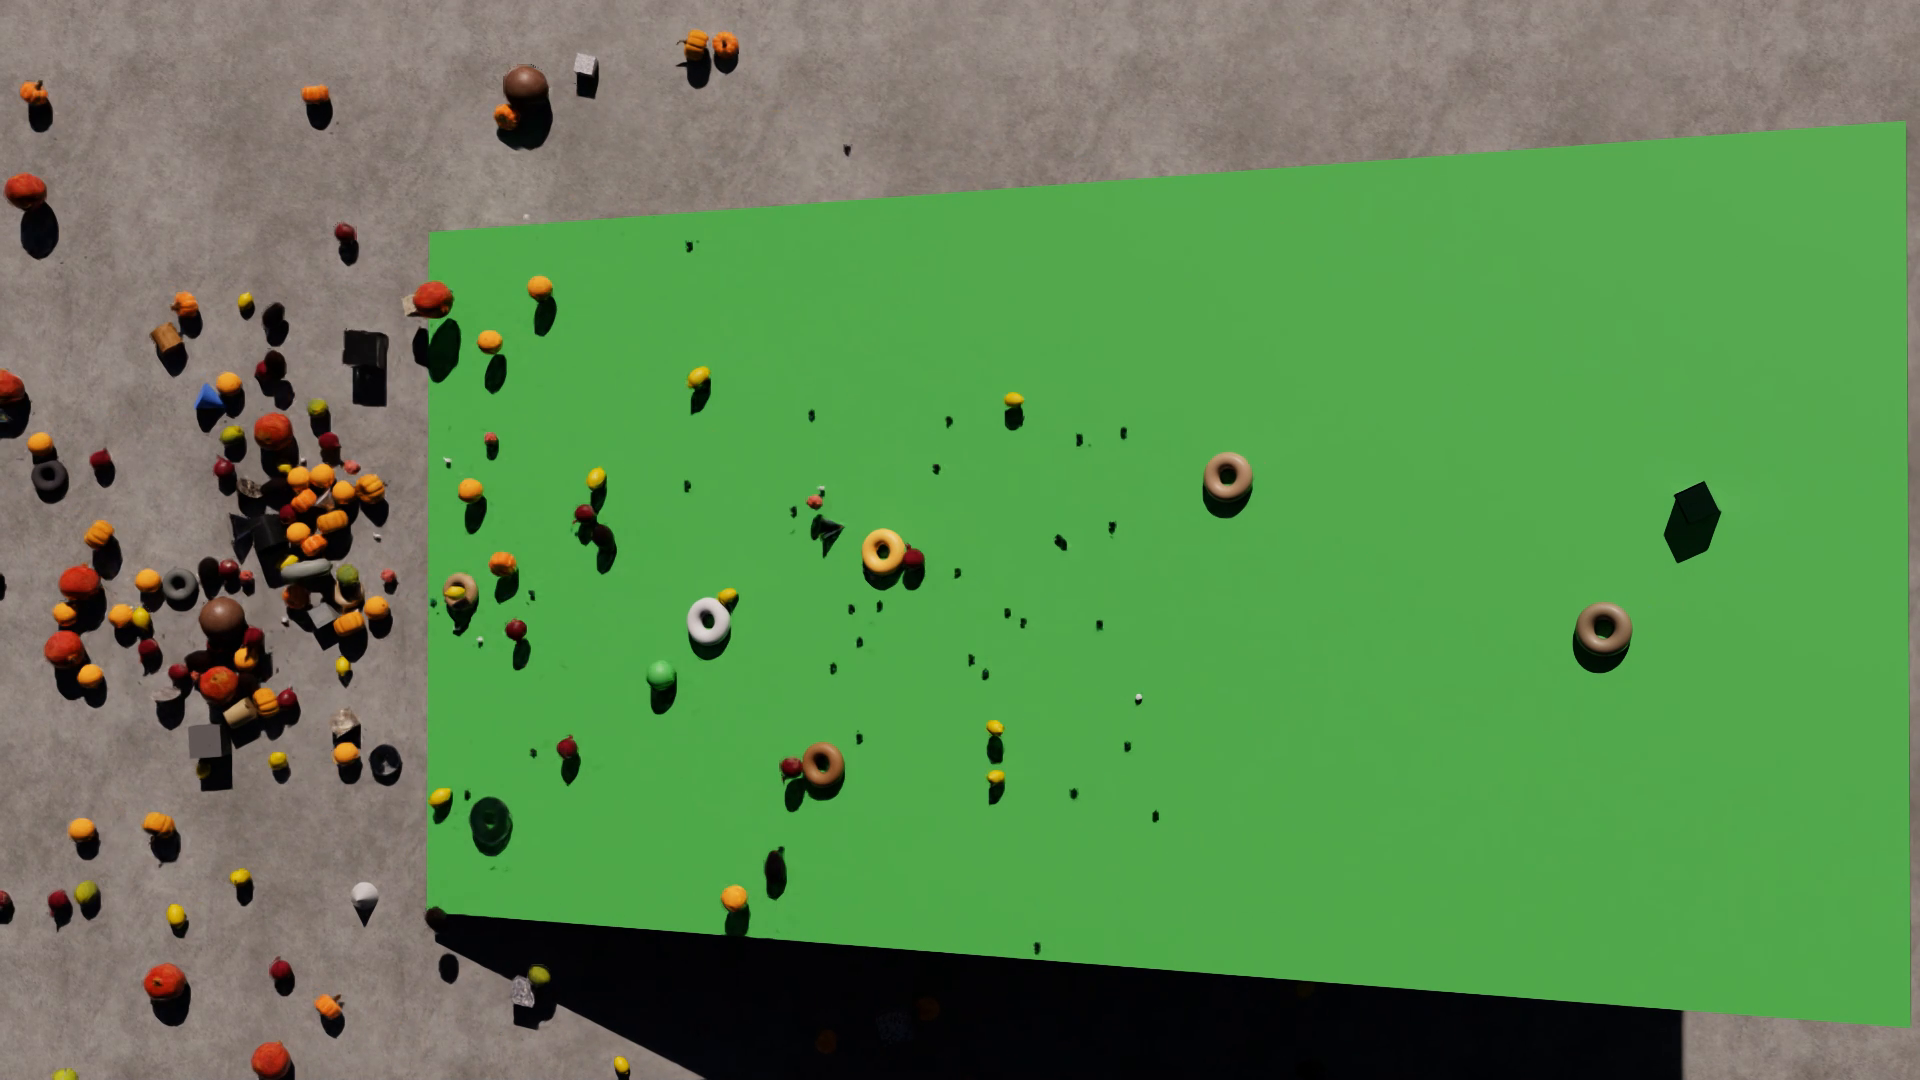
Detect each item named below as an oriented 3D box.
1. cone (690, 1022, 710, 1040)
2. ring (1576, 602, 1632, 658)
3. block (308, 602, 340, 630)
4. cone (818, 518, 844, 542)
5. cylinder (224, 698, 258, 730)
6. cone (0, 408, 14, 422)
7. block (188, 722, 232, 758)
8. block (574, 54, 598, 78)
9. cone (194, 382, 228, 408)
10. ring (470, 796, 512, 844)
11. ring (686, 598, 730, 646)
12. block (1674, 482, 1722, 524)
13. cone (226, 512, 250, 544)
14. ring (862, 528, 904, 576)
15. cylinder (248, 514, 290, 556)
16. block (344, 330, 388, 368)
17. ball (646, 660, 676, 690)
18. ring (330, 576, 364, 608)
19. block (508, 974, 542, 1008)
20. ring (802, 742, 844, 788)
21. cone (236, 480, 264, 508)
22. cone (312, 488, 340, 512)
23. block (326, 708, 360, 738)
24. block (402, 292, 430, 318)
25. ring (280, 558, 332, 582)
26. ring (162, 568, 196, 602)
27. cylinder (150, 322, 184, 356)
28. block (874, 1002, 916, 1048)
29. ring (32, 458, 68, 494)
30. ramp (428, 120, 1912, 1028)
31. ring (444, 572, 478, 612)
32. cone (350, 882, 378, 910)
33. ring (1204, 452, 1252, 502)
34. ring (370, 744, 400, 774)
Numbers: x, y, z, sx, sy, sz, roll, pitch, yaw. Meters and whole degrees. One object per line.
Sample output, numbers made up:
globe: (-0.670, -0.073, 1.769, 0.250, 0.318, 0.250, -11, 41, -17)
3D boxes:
cone: (-0.763, 1.448, 6.534, 0.055, 0.055, 0.055, -21, 89, -33)
ring: (1.490, 0.207, 5.090, 0.130, 0.043, 0.130, -1, 88, 25)
block: (-1.889, 0.223, 6.531, 0.060, 0.060, 0.060, -30, 89, 0)
cone: (-0.341, -0.033, 5.913, 0.066, 0.066, 0.066, -9, 89, -12)
cylinder: (-2.133, 0.514, 6.521, 0.072, 0.072, 0.072, -25, 89, 0)
cone: (-2.853, -0.366, 6.551, 0.072, 0.072, 0.072, 18, 89, -27)
block: (-2.220, 0.594, 6.510, 0.094, 0.094, 0.094, -4, 89, 0)
block: (-1.114, -1.413, 6.553, 0.055, 0.055, 0.055, 13, 89, 0)
cone: (-2.220, -0.412, 6.549, 0.088, 0.088, 0.088, 26, 89, -27)
ring: (-1.356, 0.808, 6.345, 0.137, 0.046, 0.137, -1, 88, 25)
ring: (-0.693, 0.225, 6.058, 0.134, 0.045, 0.134, -1, 89, 25)
block: (1.675, -0.084, 4.994, 0.073, 0.073, 0.073, -27, 79, 21)
cone: (-2.123, -0.042, 6.543, 0.094, 0.094, 0.094, -10, 89, -27)
ring: (-0.204, 0.033, 5.845, 0.126, 0.042, 0.126, -1, 88, 25)
cylinder: (-2.046, -0.016, 6.509, 0.094, 0.094, 0.094, -23, 79, 0)
block: (-1.762, -0.564, 6.519, 0.099, 0.099, 0.099, 2, 89, 2)
ball: (-0.829, 0.375, 6.096, 0.082, 0.082, 0.082, 0, 89, 0)
ring: (-1.824, 0.155, 6.546, 0.098, 0.033, 0.098, 0, 88, 0)
block: (-1.285, 1.334, 6.511, 0.073, 0.073, 0.073, 14, 89, 0)
ring: (-0.368, 0.605, 5.910, 0.127, 0.042, 0.127, 0, 89, 25)
cone: (-2.130, -0.122, 6.546, 0.084, 0.084, 0.084, 35, 116, 0)
cone: (-1.874, -0.105, 6.548, 0.074, 0.074, 0.074, -45, 116, 0)
block: (-1.829, 0.541, 6.526, 0.063, 0.063, 0.063, -34, 89, 0)
block: (-1.600, -0.691, 6.470, 0.052, 0.052, 0.052, -21, 79, 28)
ring: (-1.928, 0.089, 6.484, 0.147, 0.147, 0.049, -11, 96, 0)
ring: (-2.323, 0.135, 6.545, 0.104, 0.035, 0.104, 0, 89, -1)
cylinder: (-2.356, -0.597, 6.536, 0.070, 0.070, 0.070, -32, 89, 0)
block: (-0.192, 1.432, 6.500, 0.094, 0.094, 0.094, -17, 89, 0)
ring: (-2.712, -0.190, 6.548, 0.104, 0.035, 0.104, 0, 87, -3)
ramp: (0.283, 0.083, 5.705, 4.000, 0.100, 2.000, 0, 89, 24)
ring: (-1.453, 0.151, 6.400, 0.115, 0.038, 0.115, 0, 90, 23)
cone: (-1.774, 1.061, 6.509, 0.084, 0.084, 0.084, 0, 89, 0)
ring: (0.666, -0.156, 5.460, 0.128, 0.043, 0.128, -1, 88, 25)
ring: (-1.710, 0.653, 6.537, 0.092, 0.031, 0.092, -1, 79, 3)
